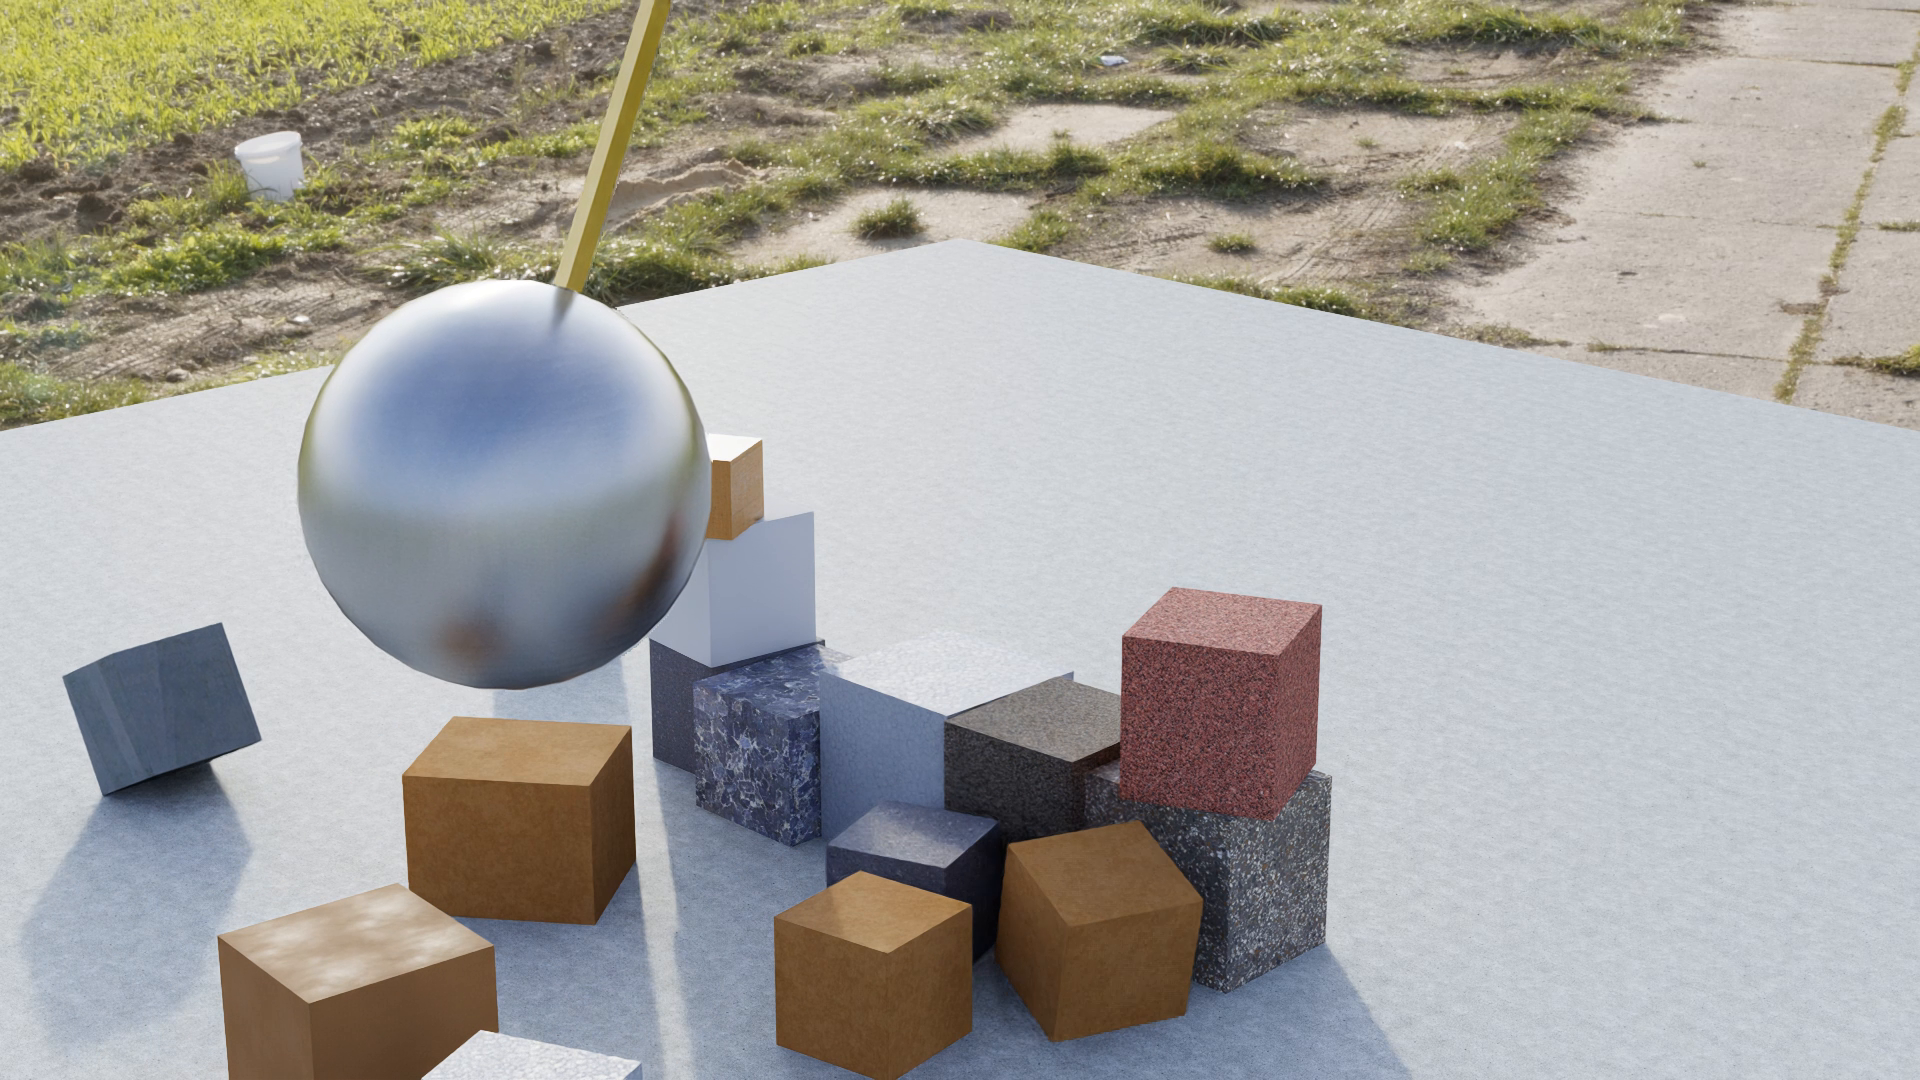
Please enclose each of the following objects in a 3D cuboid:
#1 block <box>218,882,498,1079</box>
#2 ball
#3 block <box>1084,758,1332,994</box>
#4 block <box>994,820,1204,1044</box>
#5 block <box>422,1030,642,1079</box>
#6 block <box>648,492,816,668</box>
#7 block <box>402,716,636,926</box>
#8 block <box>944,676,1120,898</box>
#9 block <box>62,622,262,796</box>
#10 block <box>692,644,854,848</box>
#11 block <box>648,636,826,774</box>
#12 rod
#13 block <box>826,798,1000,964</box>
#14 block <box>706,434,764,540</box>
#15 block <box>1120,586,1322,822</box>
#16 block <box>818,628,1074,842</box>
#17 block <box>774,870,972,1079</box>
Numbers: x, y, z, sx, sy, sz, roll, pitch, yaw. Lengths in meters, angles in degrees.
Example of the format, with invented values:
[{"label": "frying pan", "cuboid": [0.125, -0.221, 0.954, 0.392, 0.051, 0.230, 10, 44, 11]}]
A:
[{"label": "block", "cuboid": [-2.268, 1.869, 11.110, 0.764, 0.772, 0.735, -14, 22, -37]}, {"label": "ball", "cuboid": [-1.766, -0.215, 11.423, 1.600, 1.600, 1.600, 0, 17, 0]}, {"label": "block", "cuboid": [1.065, 1.374, 12.674, 0.794, 0.779, 0.696, 16, 23, 41]}, {"label": "block", "cuboid": [0.562, 1.605, 12.063, 0.608, 0.588, 0.584, -8, 32, -23]}, {"label": "block", "cuboid": [-1.541, 2.204, 10.227, 0.653, 0.663, 0.651, 7, 19, 21]}, {"label": "block", "cuboid": [-1.160, 0.163, 14.549, 0.625, 0.679, 0.641, -13, 22, -36]}, {"label": "block", "cuboid": [-1.976, 1.257, 13.241, 0.846, 0.662, 0.737, 3, 18, 8]}, {"label": "block", "cuboid": [0.461, 1.193, 13.129, 0.736, 0.851, 0.776, 15, 23, 39]}, {"label": "block", "cuboid": [-3.916, 0.827, 14.394, 0.536, 0.618, 0.616, -20, -1, 45]}, {"label": "block", "cuboid": [-0.750, 0.980, 14.164, 0.795, 0.638, 0.702, -16, 23, -41]}, {"label": "block", "cuboid": [-1.113, 0.797, 14.736, 0.603, 0.643, 0.645, -17, 24, -42]}, {"label": "rod", "cuboid": [-0.765, -3.464, 11.451, 0.080, 5.200, 0.080, 17, -1, 42]}, {"label": "block", "cuboid": [-0.193, 1.513, 12.587, 0.560, 0.559, 0.543, 8, 20, 25]}, {"label": "block", "cuboid": [-1.238, -0.266, 14.129, 0.459, 0.392, 0.418, 5, 18, 17]}, {"label": "block", "cuboid": [1.104, 0.680, 12.376, 0.667, 0.724, 0.690, 7, 19, 20]}, {"label": "block", "cuboid": [-0.063, 1.008, 13.729, 0.829, 0.845, 0.844, -17, 24, -42]}, {"label": "block", "cuboid": [-0.346, 1.753, 11.825, 0.571, 0.564, 0.561, 12, 21, 34]}]
